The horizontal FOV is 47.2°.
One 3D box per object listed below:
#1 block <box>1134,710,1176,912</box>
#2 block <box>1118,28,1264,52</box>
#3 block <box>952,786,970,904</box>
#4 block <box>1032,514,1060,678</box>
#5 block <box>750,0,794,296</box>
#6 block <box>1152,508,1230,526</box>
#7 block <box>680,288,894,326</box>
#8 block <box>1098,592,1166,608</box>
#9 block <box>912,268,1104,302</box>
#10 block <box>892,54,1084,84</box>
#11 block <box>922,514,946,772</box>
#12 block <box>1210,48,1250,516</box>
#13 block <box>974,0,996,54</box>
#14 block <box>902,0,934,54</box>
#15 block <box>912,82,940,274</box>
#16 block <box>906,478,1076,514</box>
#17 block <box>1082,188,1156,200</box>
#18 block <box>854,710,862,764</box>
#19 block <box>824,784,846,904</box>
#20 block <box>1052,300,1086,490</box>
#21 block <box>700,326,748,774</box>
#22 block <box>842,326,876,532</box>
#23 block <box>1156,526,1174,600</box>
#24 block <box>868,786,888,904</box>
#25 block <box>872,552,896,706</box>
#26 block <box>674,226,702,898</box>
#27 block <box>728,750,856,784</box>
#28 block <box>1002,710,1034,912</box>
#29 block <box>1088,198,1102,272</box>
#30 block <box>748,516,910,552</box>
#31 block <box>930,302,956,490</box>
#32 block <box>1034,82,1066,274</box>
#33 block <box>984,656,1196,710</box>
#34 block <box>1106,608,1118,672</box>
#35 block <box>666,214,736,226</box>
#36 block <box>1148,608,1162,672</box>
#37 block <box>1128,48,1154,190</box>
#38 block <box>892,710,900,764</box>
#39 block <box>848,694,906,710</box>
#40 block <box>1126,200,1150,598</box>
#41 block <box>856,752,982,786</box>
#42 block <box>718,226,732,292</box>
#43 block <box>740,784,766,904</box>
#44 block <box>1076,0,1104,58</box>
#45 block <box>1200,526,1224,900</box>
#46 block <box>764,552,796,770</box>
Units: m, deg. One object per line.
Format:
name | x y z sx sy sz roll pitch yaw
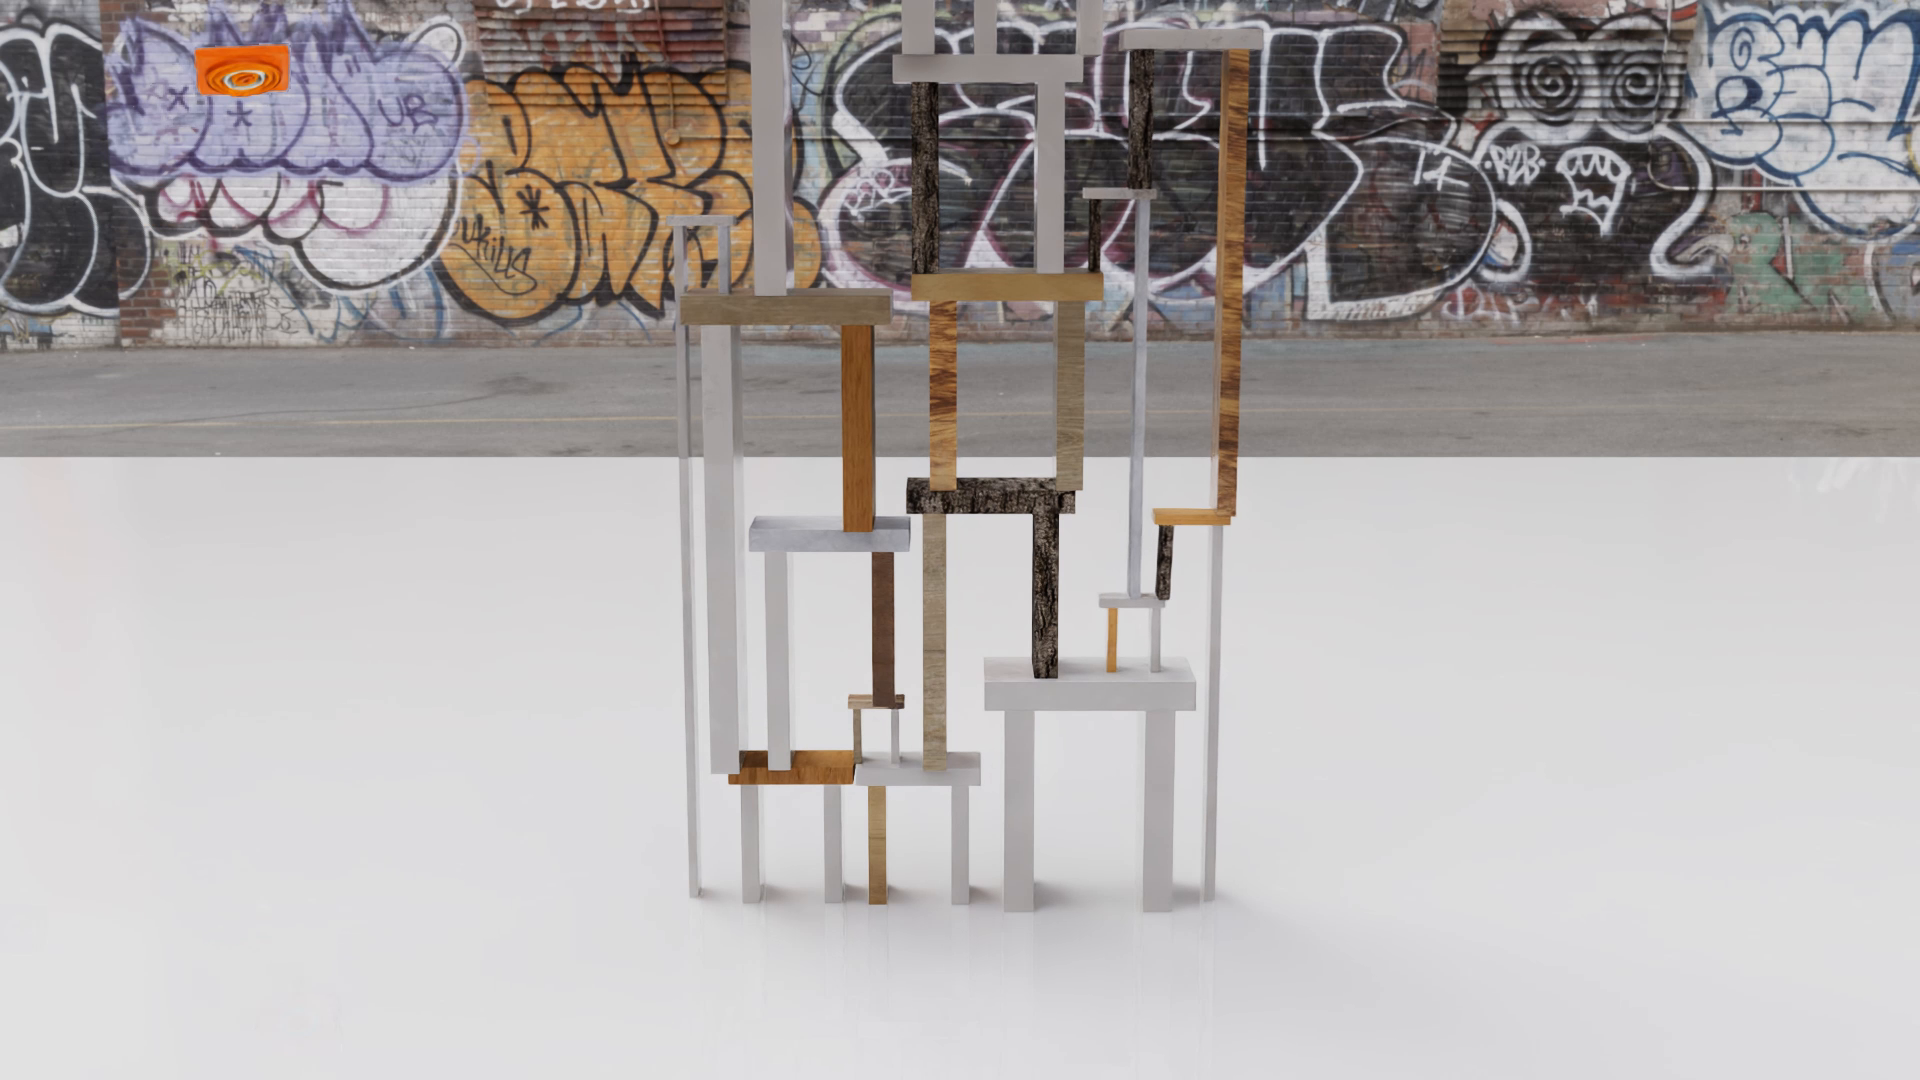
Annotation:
block | 0.321 0.424 3.634 0.048 0.338 0.169 0 11 0
block | 0.357 -0.777 3.418 0.212 0.030 0.106 0 10 0
block | 0.000 0.491 3.647 0.029 0.203 0.102 0 11 0
block | 0.138 0.079 3.573 0.038 0.268 0.134 0 11 0
block | -0.293 -0.742 3.419 0.049 0.709 0.172 0 11 0
block | 0.372 -0.038 3.548 0.121 0.017 0.061 0 10 0
block | -0.271 -0.371 3.487 0.326 0.046 0.163 0 11 0
block | 0.279 0.097 3.577 0.107 0.015 0.054 0 11 2
block | 0.073 -0.406 3.486 0.299 0.042 0.149 0 11 0
block | 0.043 -0.732 3.423 0.291 0.041 0.145 0 11 0
block | -0.041 0.154 3.587 0.038 0.422 0.134 0 11 0
block | 0.426 -0.404 3.487 0.030 0.727 0.106 0 10 0
block | 0.039 -0.871 3.394 0.034 0.242 0.121 0 11 0
block | -0.064 -0.921 3.385 0.049 0.344 0.172 0 11 0
block | -0.054 -0.569 3.453 0.041 0.291 0.145 0 11 0
block | 0.048 -0.072 3.545 0.268 0.038 0.134 0 11 0
block | 0.251 -0.545 3.460 0.113 0.016 0.056 0 10 0
block | -0.168 0.317 3.614 0.013 0.093 0.046 0 11 0
block | -0.208 0.489 3.654 0.029 0.203 0.102 0 11 0
block | 0.173 -0.238 3.518 0.042 0.299 0.149 0 11 0
block | -0.379 0.007 3.557 0.046 0.722 0.163 0 11 0
block | -0.162 -0.188 3.521 0.046 0.326 0.163 0 11 0
block | 0.331 0.032 3.556 0.017 0.121 0.061 2 11 -2
block | -0.135 0.491 3.647 0.029 0.203 0.102 0 11 0
block | -0.123 0.132 3.585 0.036 0.255 0.127 0 10 0
block | -0.442 0.046 3.573 0.015 1.105 0.052 0 11 0
block | -0.276 0.375 3.633 0.203 0.029 0.102 0 11 0
block | 0.096 0.424 3.634 0.048 0.338 0.169 0 11 0
block | 0.213 -0.482 3.470 0.016 0.113 0.056 1 11 0
block | -0.208 -0.011 3.558 0.255 0.036 0.127 0 11 0
block | -0.026 -0.238 3.517 0.042 0.299 0.149 0 10 0
block | 0.140 -0.569 3.454 0.041 0.291 0.145 0 11 0
block | 0.208 0.234 3.599 0.338 0.048 0.169 0 11 0
block | 0.247 0.158 3.587 0.015 0.107 0.054 1 11 0
block | -0.408 -0.505 3.470 0.104 0.015 0.052 0 11 0
block | 0.318 0.158 3.588 0.015 0.107 0.054 0 11 0
block | 0.283 -0.658 3.444 0.030 0.212 0.106 0 10 0
block | -0.106 0.317 3.614 0.013 0.093 0.046 0 11 0
block | -0.137 0.265 3.604 0.093 0.013 0.046 0 10 0
block | 0.285 -0.224 3.519 0.016 0.638 0.056 0 10 -2
block | -0.068 0.376 3.626 0.203 0.029 0.102 0 11 0
block | -0.373 -0.446 3.481 0.015 0.104 0.052 0 11 0
block | -0.344 0.489 3.654 0.029 0.203 0.102 0 11 0
block | 0.201 -0.871 3.395 0.034 0.242 0.121 0 11 0
block | 0.413 0.281 3.607 0.017 0.630 0.061 0 10 0
block | -0.293 0.184 3.594 0.036 0.361 0.127 0 11 0
